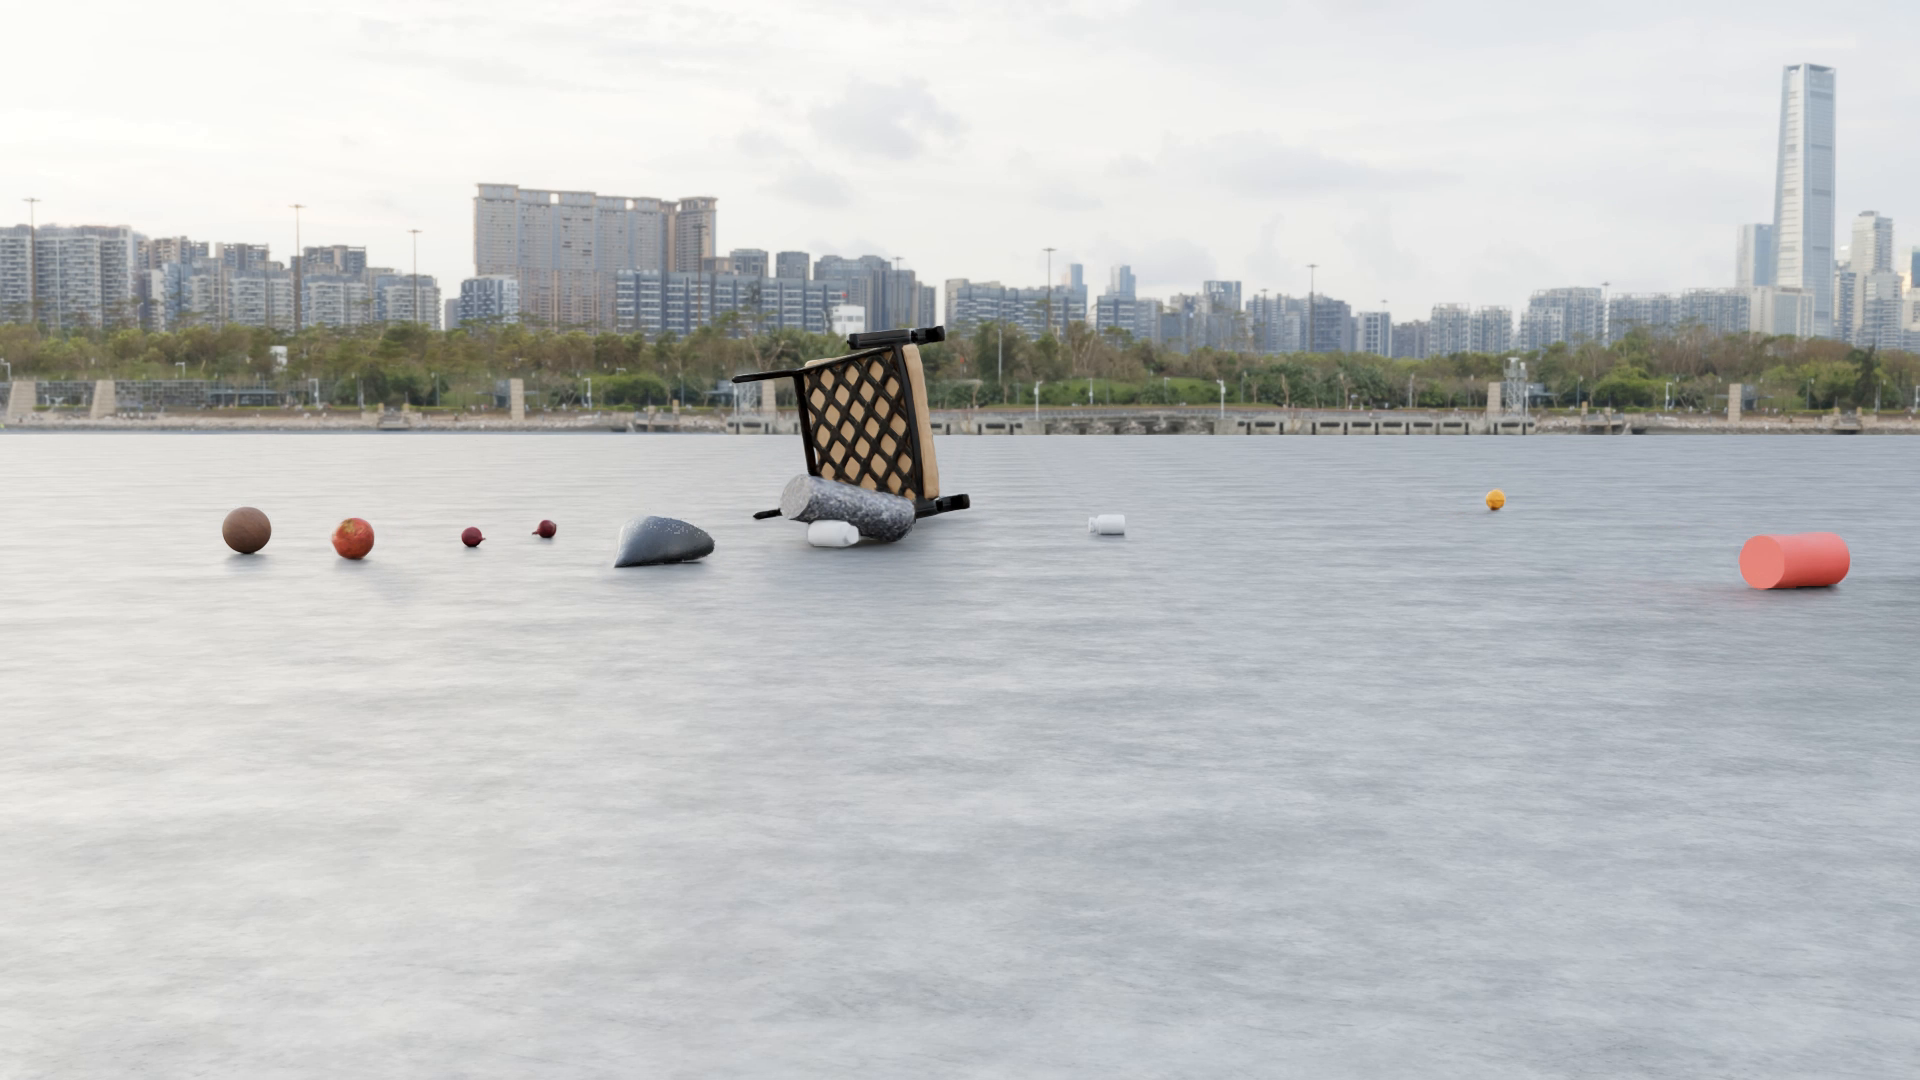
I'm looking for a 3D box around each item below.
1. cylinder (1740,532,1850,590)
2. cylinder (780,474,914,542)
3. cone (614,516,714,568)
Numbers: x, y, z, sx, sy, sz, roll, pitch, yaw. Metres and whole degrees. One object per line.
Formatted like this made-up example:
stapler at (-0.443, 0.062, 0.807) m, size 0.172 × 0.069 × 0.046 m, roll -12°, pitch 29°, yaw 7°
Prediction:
cylinder at (1.892, 0.046, 4.985) m, size 0.216 × 0.123 × 0.127 m, roll -2°, pitch -1°, yaw -29°
cylinder at (-0.330, -0.093, 6.396) m, size 0.314 × 0.133 × 0.319 m, roll 13°, pitch -6°, yaw -19°
cone at (-0.818, 0.033, 5.636) m, size 0.286 × 0.115 × 0.258 m, roll 8°, pitch 20°, yaw 23°
